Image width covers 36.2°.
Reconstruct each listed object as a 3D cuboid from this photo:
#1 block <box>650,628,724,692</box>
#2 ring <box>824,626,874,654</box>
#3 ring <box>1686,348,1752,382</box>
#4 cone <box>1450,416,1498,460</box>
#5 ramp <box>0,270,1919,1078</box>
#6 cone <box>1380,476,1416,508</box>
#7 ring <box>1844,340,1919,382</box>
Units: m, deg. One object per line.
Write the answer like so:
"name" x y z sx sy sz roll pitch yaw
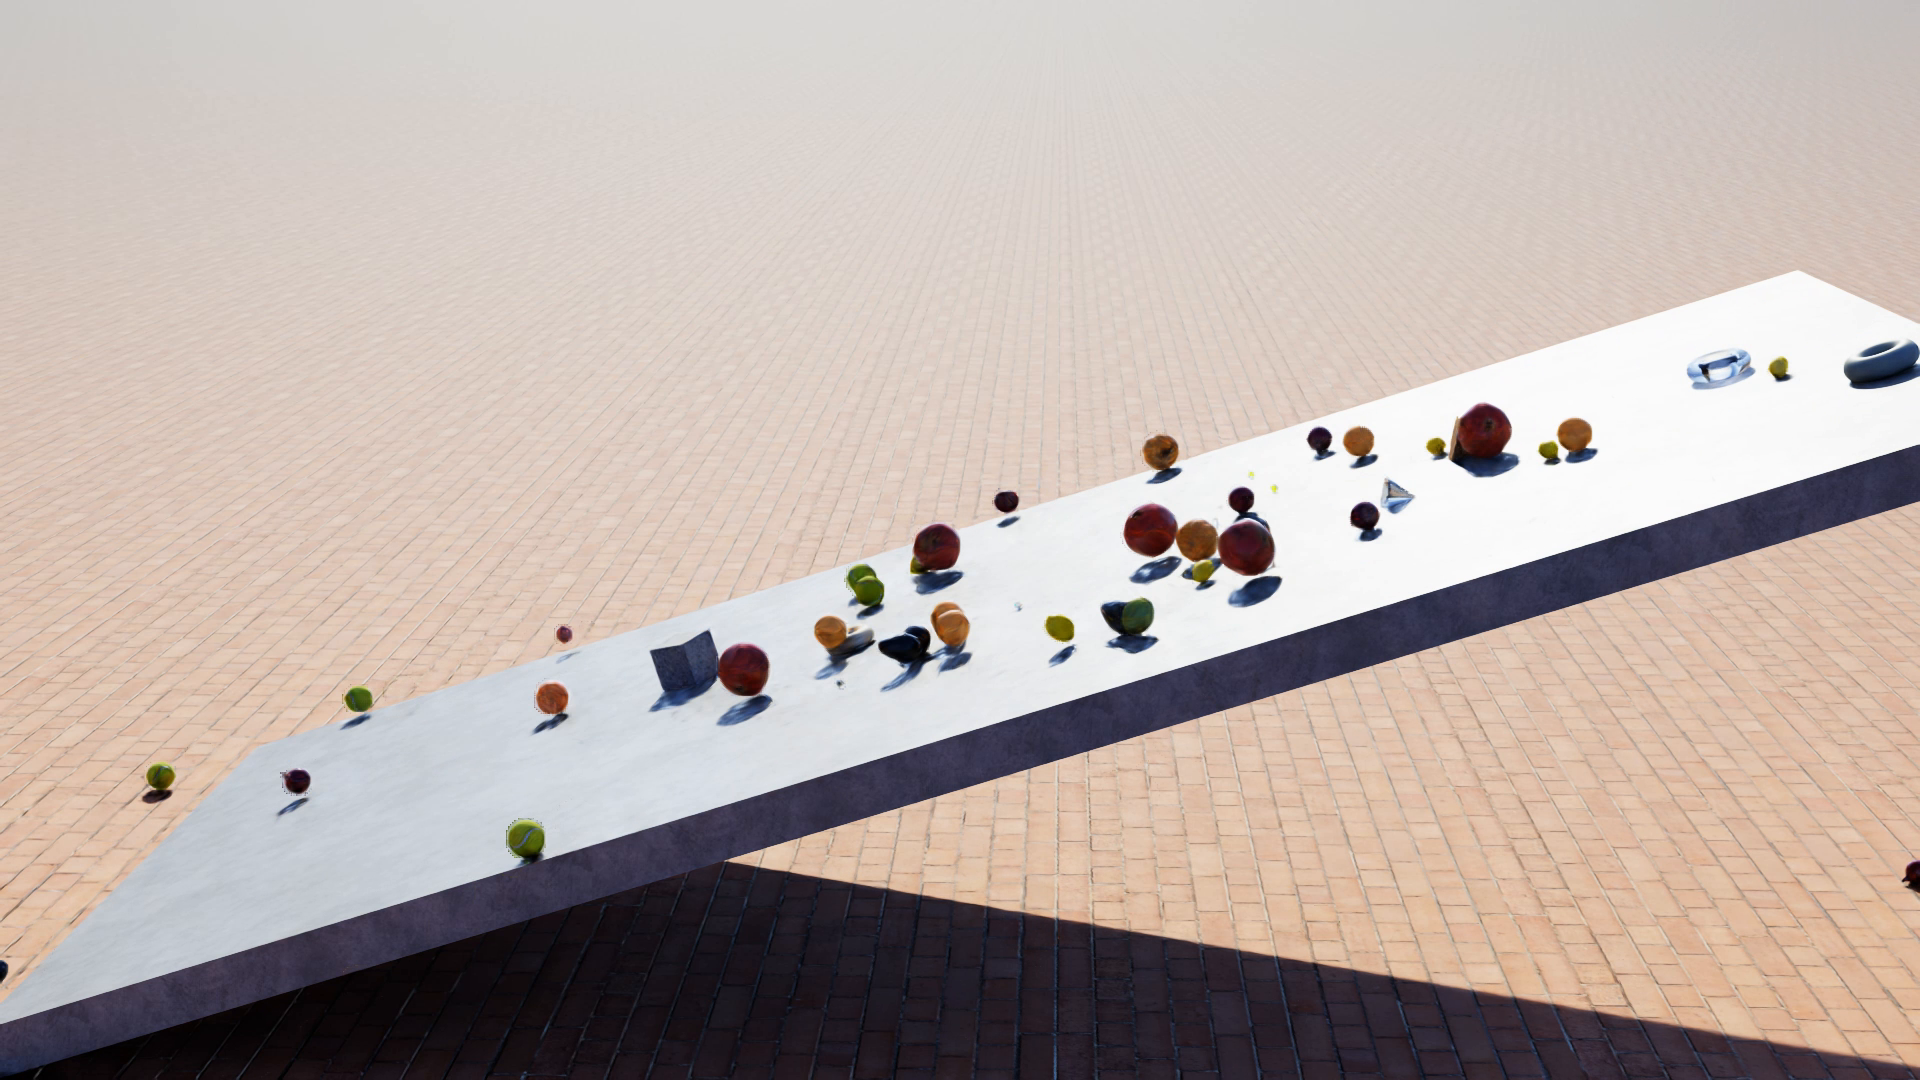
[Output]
"block" -0.606 0.267 6.522 0.100 0.100 0.100 -11 13 36
"ring" -0.240 0.215 6.344 0.113 0.038 0.113 -17 11 3
"ring" 1.604 -0.369 6.218 0.137 0.046 0.137 -16 11 3
"cone" 1.097 -0.208 6.250 0.095 0.095 0.095 9 12 2
"ramp" 0.100 0.183 6.311 4.000 0.100 2.000 -17 10 5
"cone" 0.902 -0.092 6.014 0.067 0.067 0.067 8 11 -3
"ring" 1.807 -0.352 5.768 0.149 0.050 0.149 -21 10 4
